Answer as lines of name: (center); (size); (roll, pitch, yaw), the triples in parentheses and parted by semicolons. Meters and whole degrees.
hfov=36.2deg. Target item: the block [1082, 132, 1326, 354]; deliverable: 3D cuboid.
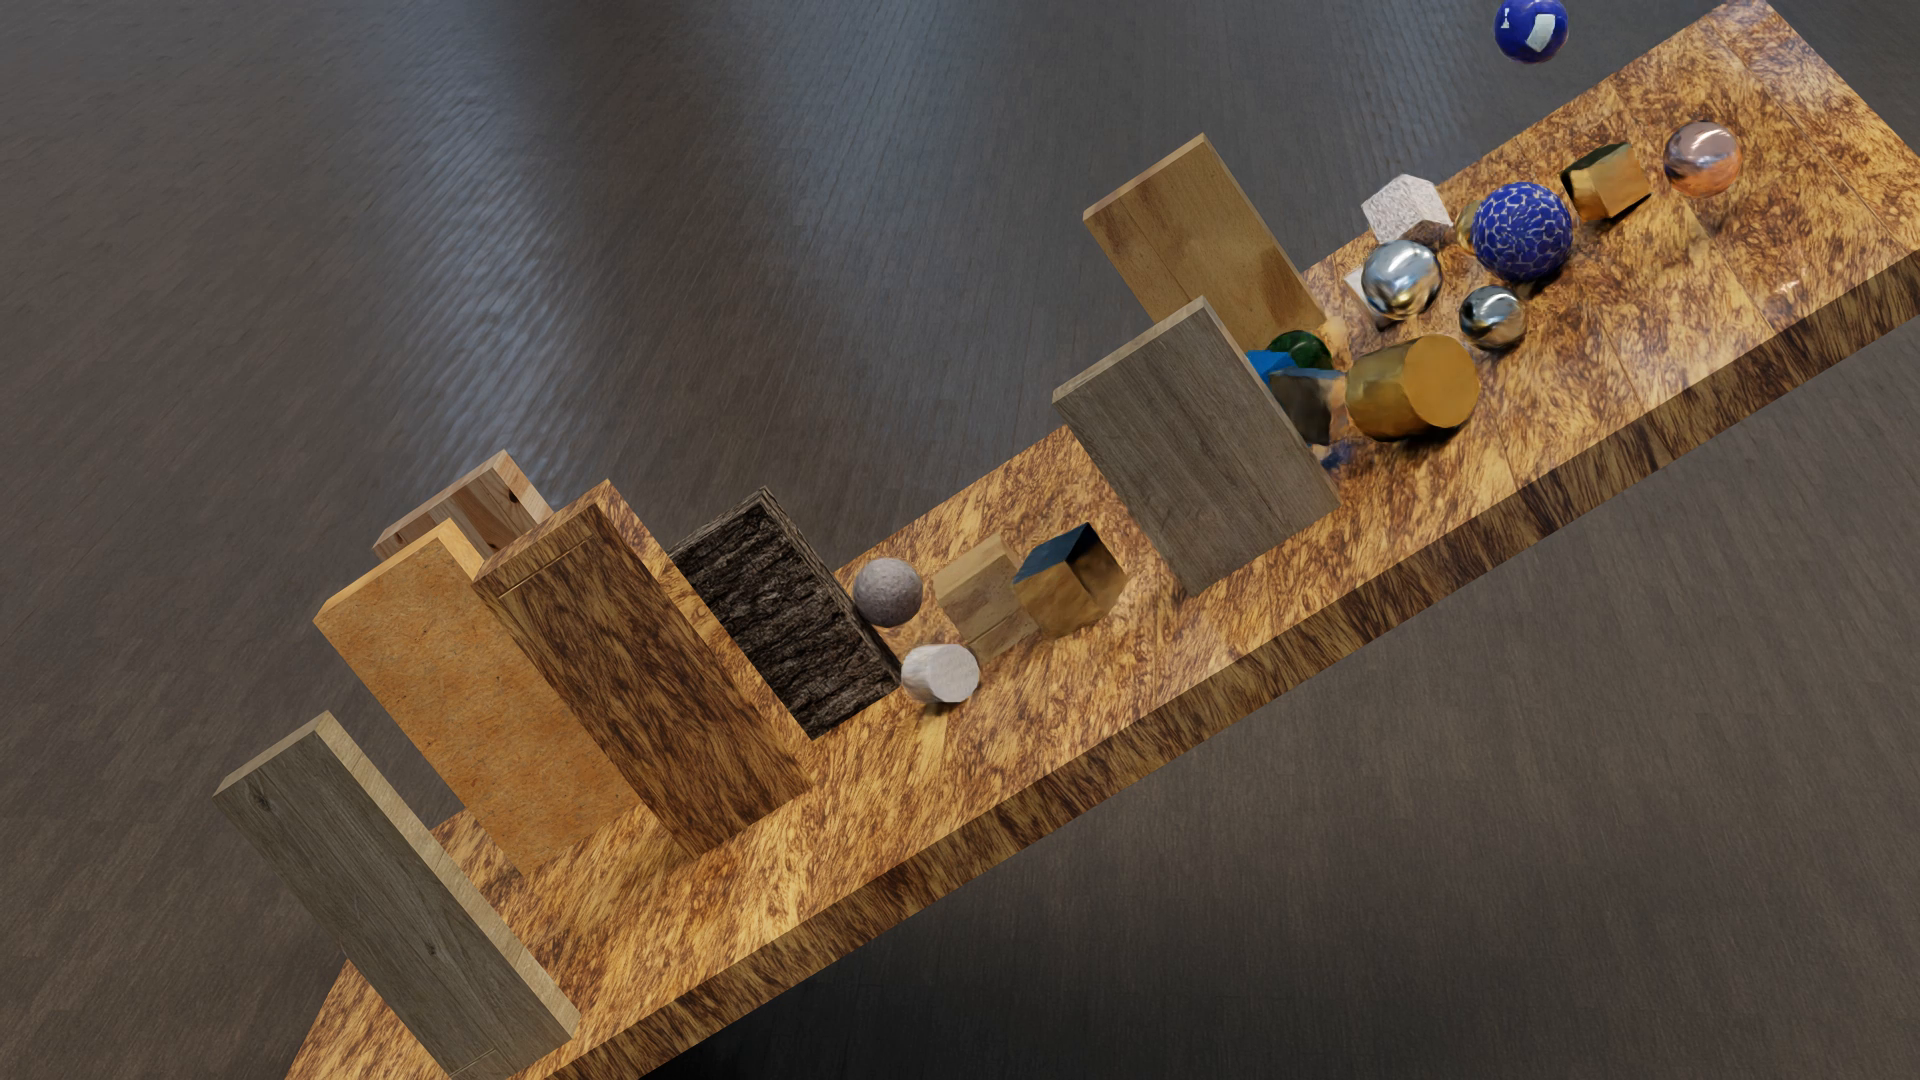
block: (0.549, -0.613, 6.585); (0.321, 0.497, 0.087); (-32, 16, 15)

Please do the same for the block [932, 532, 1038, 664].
block: (0.065, 0.119, 6.106); (0.171, 0.171, 0.171); (-35, 15, 6)

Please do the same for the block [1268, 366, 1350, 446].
block: (0.681, -0.262, 5.745); (0.129, 0.129, 0.129); (7, 12, 23)

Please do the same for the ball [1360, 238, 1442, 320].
ball: (0.853, -0.503, 5.677); (0.156, 0.156, 0.156); (0, 21, 0)

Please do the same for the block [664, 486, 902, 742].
block: (-0.412, 0.188, 6.308); (0.347, 0.507, 0.104); (-32, 16, 15)

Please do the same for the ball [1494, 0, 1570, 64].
ball: (1.085, -0.974, 5.587); (0.142, 0.142, 0.142); (0, 21, 0)

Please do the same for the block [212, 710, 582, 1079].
block: (-1.083, 0.713, 5.687); (0.258, 0.793, 0.092); (-32, 16, 15)

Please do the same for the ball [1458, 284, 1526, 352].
ball: (1.030, -0.429, 5.691); (0.129, 0.129, 0.129); (0, 21, 0)

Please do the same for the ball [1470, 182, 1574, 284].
ball: (1.126, -0.616, 5.893); (0.202, 0.202, 0.202); (0, 21, 0)

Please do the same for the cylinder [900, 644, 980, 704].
cylinder: (-0.041, 0.272, 5.985); (0.118, 0.118, 0.118); (-12, 3, -27)

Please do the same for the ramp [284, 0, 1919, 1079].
ramp: (0.135, 0.174, 6.306); (4.000, 0.100, 2.000); (-32, 16, 15)

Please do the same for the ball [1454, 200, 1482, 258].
ball: (1.105, -0.655, 6.198); (0.126, 0.126, 0.126); (0, 21, 0)

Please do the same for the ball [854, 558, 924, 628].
ball: (-0.154, 0.113, 6.313); (0.151, 0.151, 0.151); (0, 21, 0)

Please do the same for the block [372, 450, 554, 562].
block: (-1.063, 0.187, 7.288); (0.382, 0.743, 0.130); (-32, 16, 15)

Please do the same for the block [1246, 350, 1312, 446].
block: (0.614, -0.258, 5.996); (0.181, 0.181, 0.181); (-40, 16, -11)

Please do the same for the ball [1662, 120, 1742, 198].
ball: (1.387, -0.711, 5.496); (0.145, 0.145, 0.145); (0, 21, 0)

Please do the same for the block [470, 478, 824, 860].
block: (-0.642, 0.274, 6.093); (0.325, 0.751, 0.139); (-32, 16, 15)

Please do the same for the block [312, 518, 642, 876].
block: (-1.086, 0.365, 6.753); (0.367, 0.774, 0.122); (-32, 16, 15)

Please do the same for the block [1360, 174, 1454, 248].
block: (0.991, -0.717, 6.510); (0.122, 0.122, 0.122); (6, 55, -47)

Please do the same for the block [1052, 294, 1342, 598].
block: (0.448, -0.174, 5.561); (0.339, 0.471, 0.081); (-32, 16, 15)

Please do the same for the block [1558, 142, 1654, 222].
block: (1.306, -0.724, 5.950); (0.113, 0.113, 0.113); (-32, 11, -14)

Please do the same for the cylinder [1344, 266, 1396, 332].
cylinder: (0.912, -0.539, 6.255); (0.138, 0.138, 0.138); (-36, 24, 4)

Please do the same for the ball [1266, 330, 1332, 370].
ball: (0.707, -0.365, 6.170); (0.149, 0.149, 0.149); (0, 21, 0)

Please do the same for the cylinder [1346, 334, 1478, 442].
cylinder: (0.850, -0.285, 5.538); (0.178, 0.178, 0.178); (-13, -1, -31)

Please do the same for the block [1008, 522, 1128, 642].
block: (0.220, 0.086, 5.912); (0.147, 0.147, 0.147); (-26, 19, 35)
